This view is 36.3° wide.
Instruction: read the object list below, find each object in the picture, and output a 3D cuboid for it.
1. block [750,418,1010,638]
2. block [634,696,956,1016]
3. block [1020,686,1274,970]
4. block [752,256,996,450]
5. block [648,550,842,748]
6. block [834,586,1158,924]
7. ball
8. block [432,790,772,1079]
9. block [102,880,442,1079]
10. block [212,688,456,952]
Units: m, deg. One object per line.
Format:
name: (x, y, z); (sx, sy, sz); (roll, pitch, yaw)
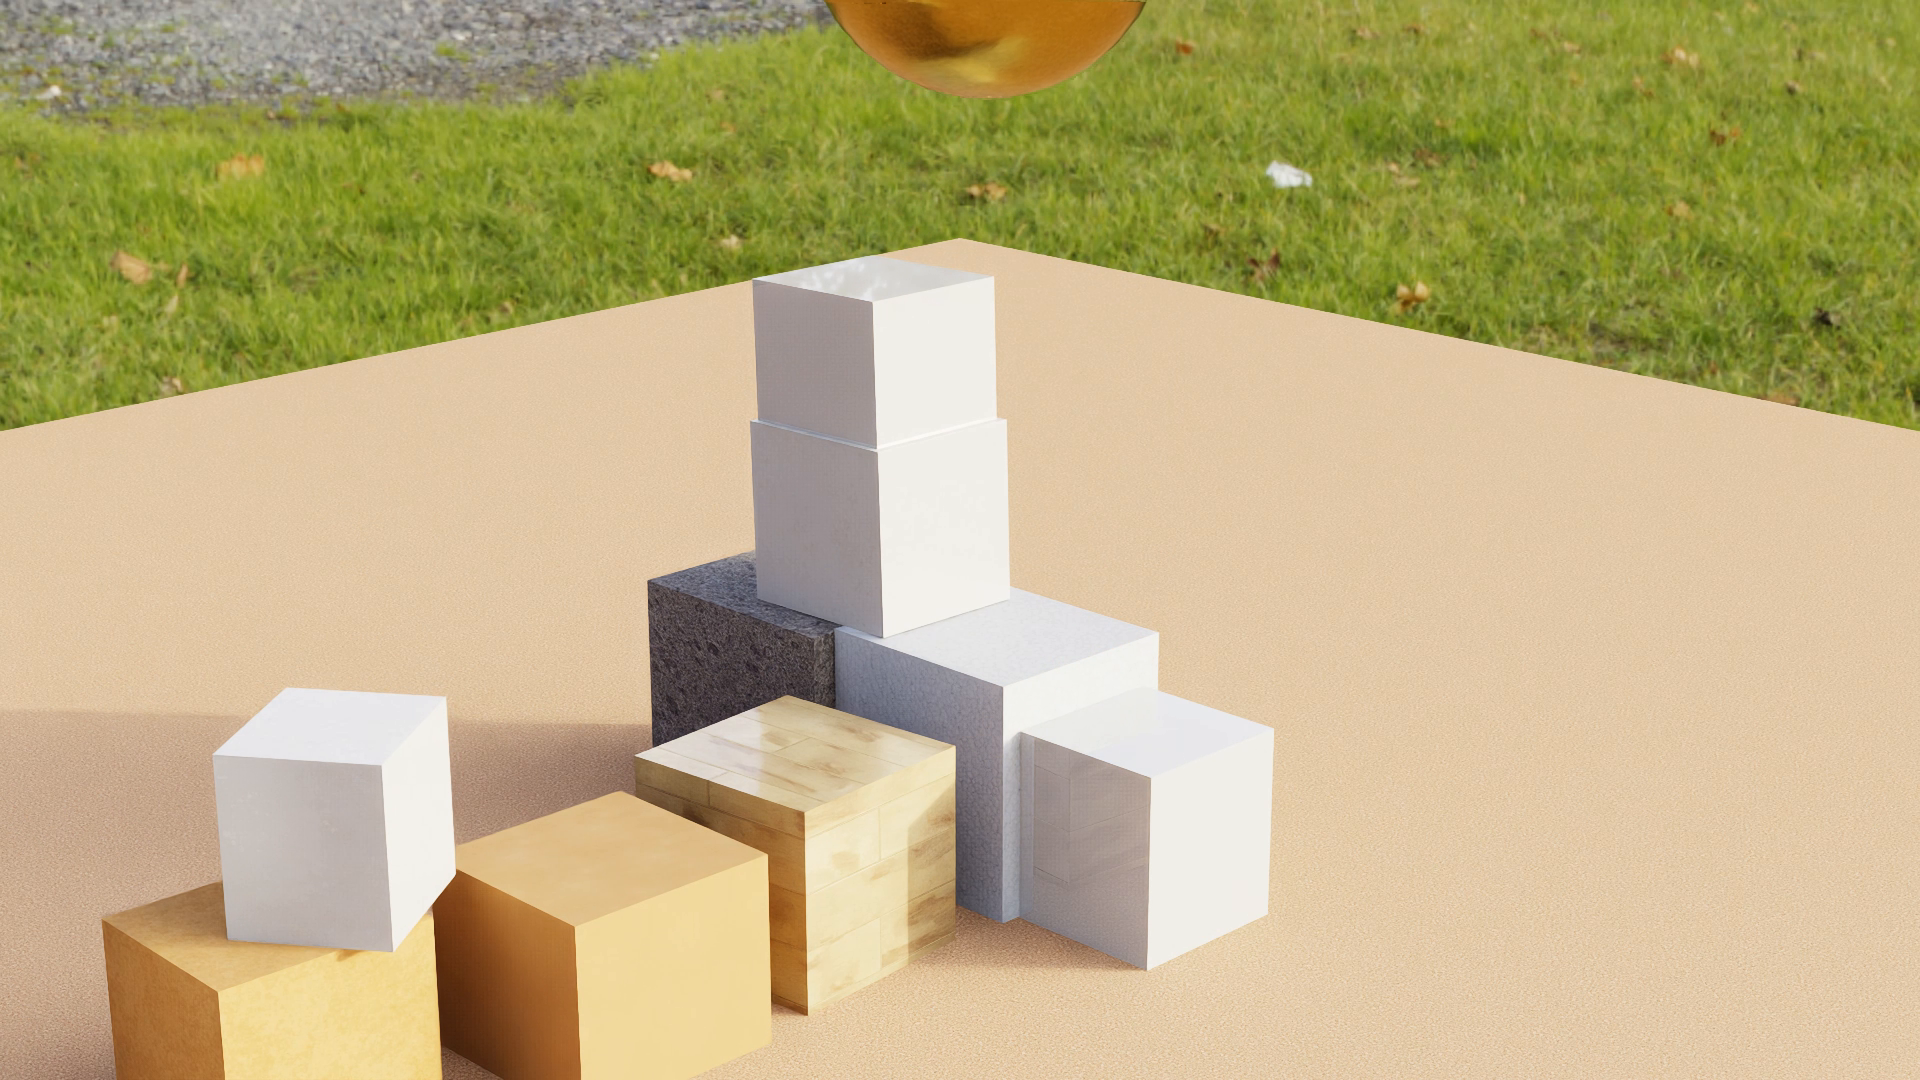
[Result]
block: (-0.370, -0.139, 13.653); (0.801, 0.863, 0.882); (-16, 22, -41)
block: (-0.699, 1.329, 12.604); (0.976, 0.907, 0.951); (14, 22, 37)
block: (0.817, 1.249, 12.896); (0.807, 0.884, 0.756); (-17, 24, -42)
block: (-0.390, -0.876, 13.453); (0.747, 0.666, 0.817); (-16, 22, -42)
block: (-0.653, 0.712, 14.253); (1.214, 1.094, 1.189); (-17, 24, -42)
block: (0.165, 0.943, 13.489); (1.008, 1.113, 1.076); (-17, 24, -42)
ball: (0.111, -2.706, 12.608); (1.600, 1.600, 1.600); (0, 17, 0)
block: (-1.431, 1.642, 11.739); (0.958, 0.828, 0.934); (-17, 24, -42)
block: (-2.599, 1.823, 11.129); (0.906, 0.848, 0.852); (-16, 23, -41)
block: (-2.330, 1.037, 10.991); (0.639, 0.735, 0.707); (3, 18, 9)
